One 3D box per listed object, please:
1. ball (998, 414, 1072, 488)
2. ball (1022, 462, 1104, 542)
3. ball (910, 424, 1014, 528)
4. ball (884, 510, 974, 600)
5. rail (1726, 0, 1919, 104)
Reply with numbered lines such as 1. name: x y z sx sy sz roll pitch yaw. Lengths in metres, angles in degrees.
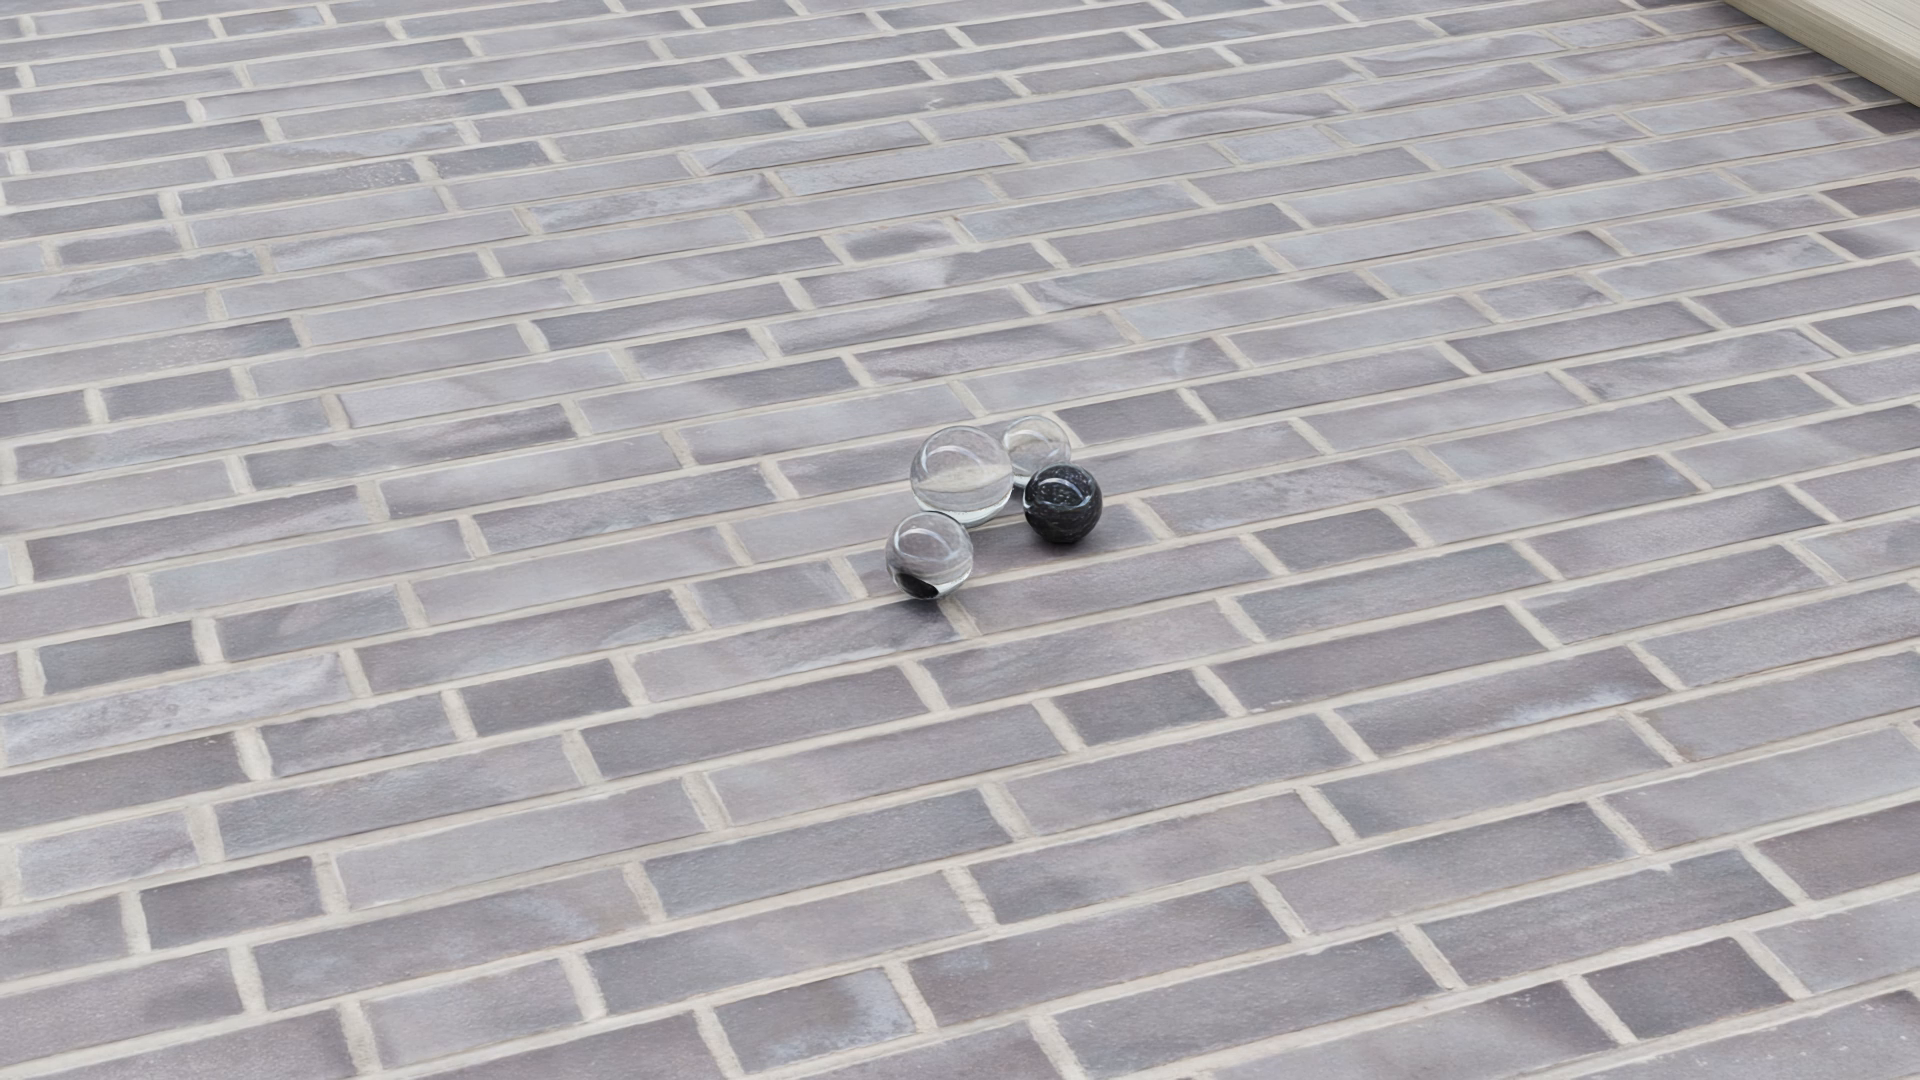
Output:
1. ball: 0.047 -0.056 1.891 0.049 0.049 0.049 0 29 0
2. ball: 0.064 -0.023 1.831 0.050 0.050 0.050 0 29 0
3. ball: 0.001 -0.039 1.845 0.065 0.065 0.065 0 29 0
4. ball: -0.019 0.009 1.770 0.054 0.054 0.054 0 29 0
5. rail: 0.587 -0.675 2.916 0.045 0.116 4.060 -11 31 -18
